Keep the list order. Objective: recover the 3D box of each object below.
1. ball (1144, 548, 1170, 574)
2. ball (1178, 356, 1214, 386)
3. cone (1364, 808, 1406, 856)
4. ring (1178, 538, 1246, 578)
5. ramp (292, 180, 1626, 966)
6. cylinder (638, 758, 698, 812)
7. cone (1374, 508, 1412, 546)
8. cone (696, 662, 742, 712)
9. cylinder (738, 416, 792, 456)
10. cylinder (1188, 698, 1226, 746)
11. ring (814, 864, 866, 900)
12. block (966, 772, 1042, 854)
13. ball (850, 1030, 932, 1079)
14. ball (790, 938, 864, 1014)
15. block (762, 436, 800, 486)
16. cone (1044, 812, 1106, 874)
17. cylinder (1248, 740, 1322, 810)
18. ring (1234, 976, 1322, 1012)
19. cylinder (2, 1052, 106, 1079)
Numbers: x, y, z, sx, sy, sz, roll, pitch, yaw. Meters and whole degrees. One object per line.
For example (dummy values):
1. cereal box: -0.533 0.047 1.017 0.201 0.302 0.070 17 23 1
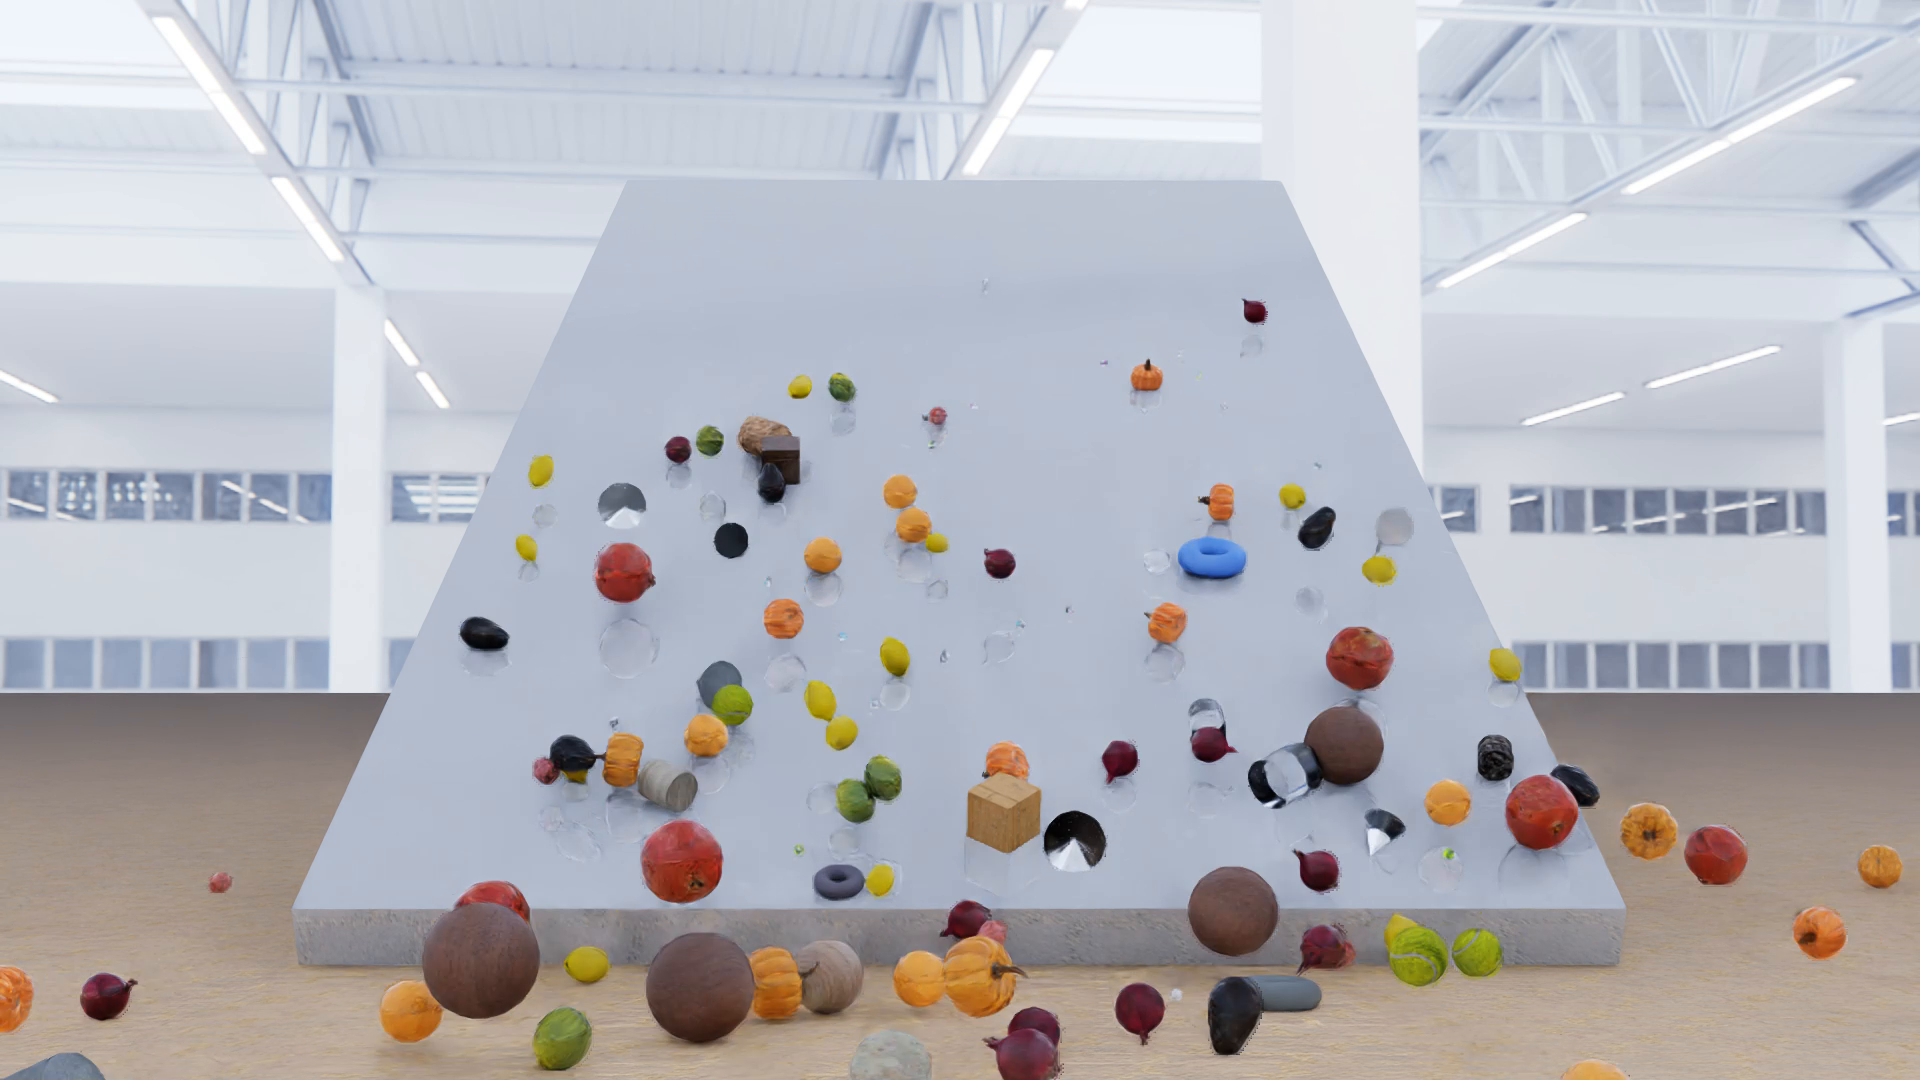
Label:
1. ball: 0.384 0.041 4.557 0.053 0.053 0.053 0 -4 0
2. ball: 0.561 -0.392 5.544 0.088 0.088 0.088 0 -4 0
3. cone: 0.653 0.467 3.647 0.067 0.067 0.067 21 -33 15
4. ring: 0.494 0.035 4.583 0.134 0.045 0.134 1 24 0
5. ramp: -0.008 -0.229 5.334 2.000 0.100 4.000 0 24 0
6. cylinder: -0.471 0.394 3.752 0.069 0.069 0.069 21 10 37
7. cone: 0.865 -0.034 4.718 0.078 0.078 0.078 1 9 -8
8. cone: -0.440 0.253 4.079 0.087 0.087 0.087 3 0 -37
9. cylinder: -0.426 -0.223 5.097 0.082 0.082 0.082 19 9 38
10. cylinder: 0.419 0.308 3.960 0.060 0.060 0.060 0 24 -1
11. ring: -0.183 0.518 3.537 0.078 0.026 0.078 0 23 0
12. block: 0.069 0.428 3.666 0.082 0.082 0.082 20 31 36
13. ball: -0.069 0.526 2.312 0.081 0.081 0.081 0 -4 0
14. ball: -0.171 0.561 2.999 0.096 0.096 0.096 0 -4 0
15. block: -0.382 -0.170 4.984 0.080 0.080 0.080 -2 24 -4
16. cone: 0.179 0.466 3.631 0.095 0.095 0.095 0 -2 3
17. cylinder: 0.526 0.381 3.771 0.085 0.085 0.085 -31 12 -28
18. ring: 0.417 0.595 3.061 0.115 0.038 0.115 1 -4 0
19. cylinder: -0.789 0.491 2.005 0.078 0.078 0.078 -25 -13 20
